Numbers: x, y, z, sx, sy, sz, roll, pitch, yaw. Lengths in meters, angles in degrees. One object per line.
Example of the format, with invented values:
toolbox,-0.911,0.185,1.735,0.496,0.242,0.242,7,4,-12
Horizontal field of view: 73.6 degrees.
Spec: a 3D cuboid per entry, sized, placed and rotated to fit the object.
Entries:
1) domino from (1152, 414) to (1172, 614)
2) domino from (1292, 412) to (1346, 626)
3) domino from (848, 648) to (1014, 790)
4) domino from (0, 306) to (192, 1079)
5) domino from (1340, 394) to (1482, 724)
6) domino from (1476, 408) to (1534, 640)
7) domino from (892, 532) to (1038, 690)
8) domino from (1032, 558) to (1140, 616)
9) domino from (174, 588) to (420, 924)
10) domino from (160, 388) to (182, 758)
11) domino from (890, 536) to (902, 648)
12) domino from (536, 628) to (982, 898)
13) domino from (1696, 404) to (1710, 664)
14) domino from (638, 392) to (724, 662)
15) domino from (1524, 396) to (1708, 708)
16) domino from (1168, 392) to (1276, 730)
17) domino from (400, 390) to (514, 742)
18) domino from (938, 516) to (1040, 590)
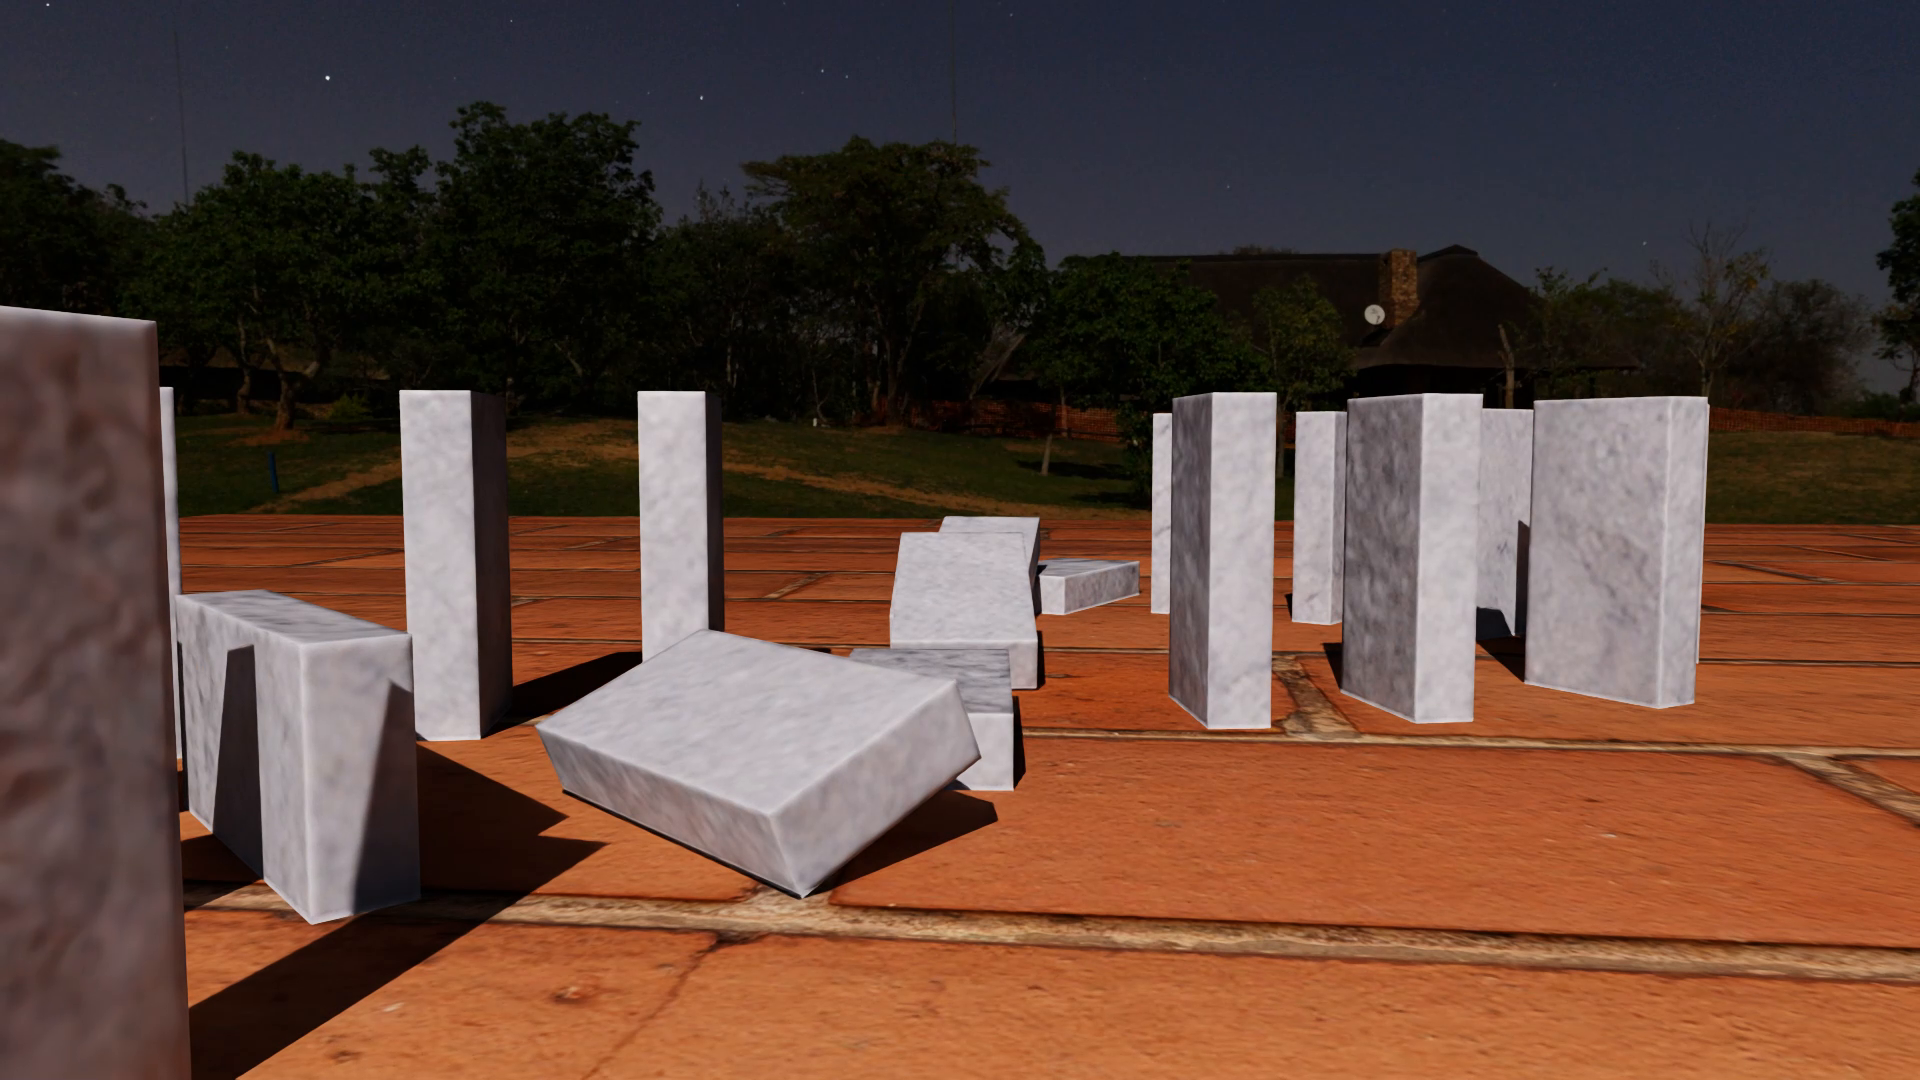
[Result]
domino,0.056,-0.007,0.332,0.010,0.050,0.025,1,4,15
domino,0.091,-0.006,0.312,0.010,0.050,0.025,3,5,39
domino,-0.005,0.024,0.182,0.025,0.009,0.050,0,4,1
domino,-0.058,0.012,0.070,0.009,0.050,0.025,1,5,18
domino,0.072,0.002,0.207,0.010,0.050,0.025,-1,4,-10
domino,0.117,-0.004,0.285,0.025,0.050,0.009,-3,5,-34
domino,0.001,0.012,0.243,0.025,0.009,0.050,0,22,0
domino,0.027,0.012,0.347,0.025,0.009,0.050,2,5,30
domino,-0.071,0.020,0.134,0.009,0.025,0.050,-4,6,-42
domino,-0.116,0.004,0.180,0.009,0.050,0.025,-3,5,-37
domino,-0.001,0.011,0.275,0.025,0.009,0.050,0,19,0
domino,-0.024,0.023,0.144,0.025,0.010,0.050,-32,24,-36
domino,0.131,-0.001,0.251,0.025,0.050,0.009,0,4,-2
domino,-0.043,0.003,0.198,0.010,0.050,0.025,0,4,-5
domino,0.110,0.001,0.218,0.009,0.050,0.025,-2,5,-29
domino,0.041,0.002,0.202,0.009,0.050,0.025,0,4,-4
domino,-0.076,0.003,0.195,0.009,0.050,0.025,-1,4,-9
domino,0.005,0.007,0.315,0.025,0.009,0.050,1,21,8
